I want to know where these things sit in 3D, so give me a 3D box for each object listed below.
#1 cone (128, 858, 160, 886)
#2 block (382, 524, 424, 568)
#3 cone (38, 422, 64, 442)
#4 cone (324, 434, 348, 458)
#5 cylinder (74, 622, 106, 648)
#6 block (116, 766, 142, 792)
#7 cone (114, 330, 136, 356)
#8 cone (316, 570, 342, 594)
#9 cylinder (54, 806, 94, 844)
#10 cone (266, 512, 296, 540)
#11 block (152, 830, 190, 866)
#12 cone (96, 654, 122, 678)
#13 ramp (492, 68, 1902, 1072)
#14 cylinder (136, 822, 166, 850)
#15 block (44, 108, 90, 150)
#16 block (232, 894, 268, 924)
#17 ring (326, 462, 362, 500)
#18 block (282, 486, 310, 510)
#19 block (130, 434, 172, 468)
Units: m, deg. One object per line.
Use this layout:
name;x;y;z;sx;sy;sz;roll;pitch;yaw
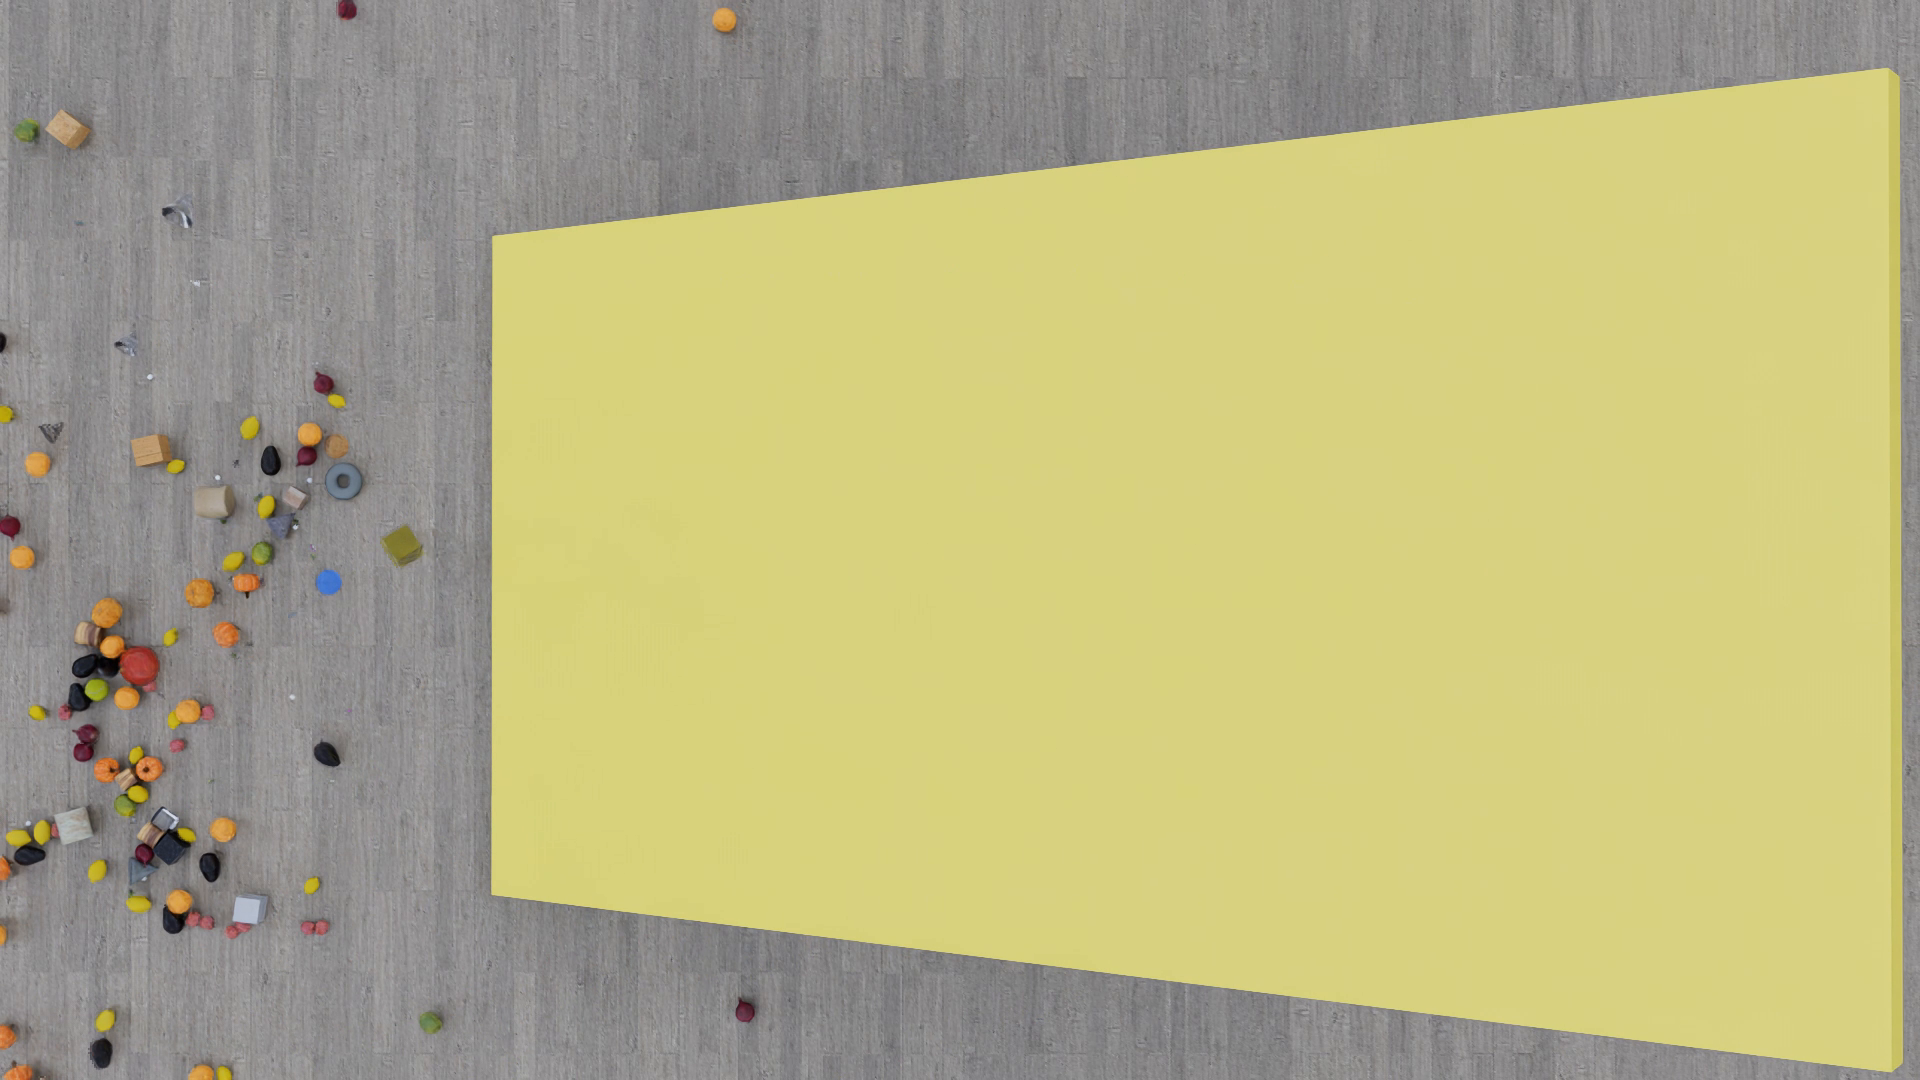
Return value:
cone;-2.494;1.009;6.733;0.087;0.087;0.087;-2;89;-27
block;-1.695;0.020;6.693;0.084;0.084;0.084;-34;81;-16
cone;-2.778;-0.343;6.748;0.065;0.065;0.065;-41;90;-27
cone;-1.917;-0.289;6.725;0.075;0.075;0.075;0;90;0
cylinder;-2.659;0.291;6.723;0.070;0.070;0.070;13;90;0
block;-2.543;0.731;6.729;0.051;0.051;0.051;-35;90;0
cone;-2.545;-0.615;6.749;0.072;0.072;0.072;19;63;0
cone;-1.940;0.130;6.721;0.077;0.077;0.077;0;90;0
cylinder;-2.703;0.871;6.707;0.093;0.093;0.093;-15;90;0
cone;-2.067;-0.059;6.742;0.083;0.083;0.083;45;63;0
block;-2.408;0.942;6.718;0.069;0.069;0.069;42;90;0
cone;-2.615;0.386;6.719;0.076;0.076;0.076;0;90;0
ramp;0.244;0.067;5.569;4.000;0.100;2.000;0;89;35
cylinder;-2.469;0.903;6.722;0.063;0.063;0.063;36;90;0
block;-2.729;-1.256;6.730;0.079;0.079;0.079;39;90;0
block;-2.167;1.126;6.714;0.074;0.074;0.074;8;90;0
ring;-1.890;-0.180;6.743;0.115;0.038;0.115;0;91;1
block;-2.032;-0.128;6.734;0.054;0.054;0.054;31;90;0
block;-2.470;-0.272;6.721;0.082;0.082;0.082;-13;90;0
